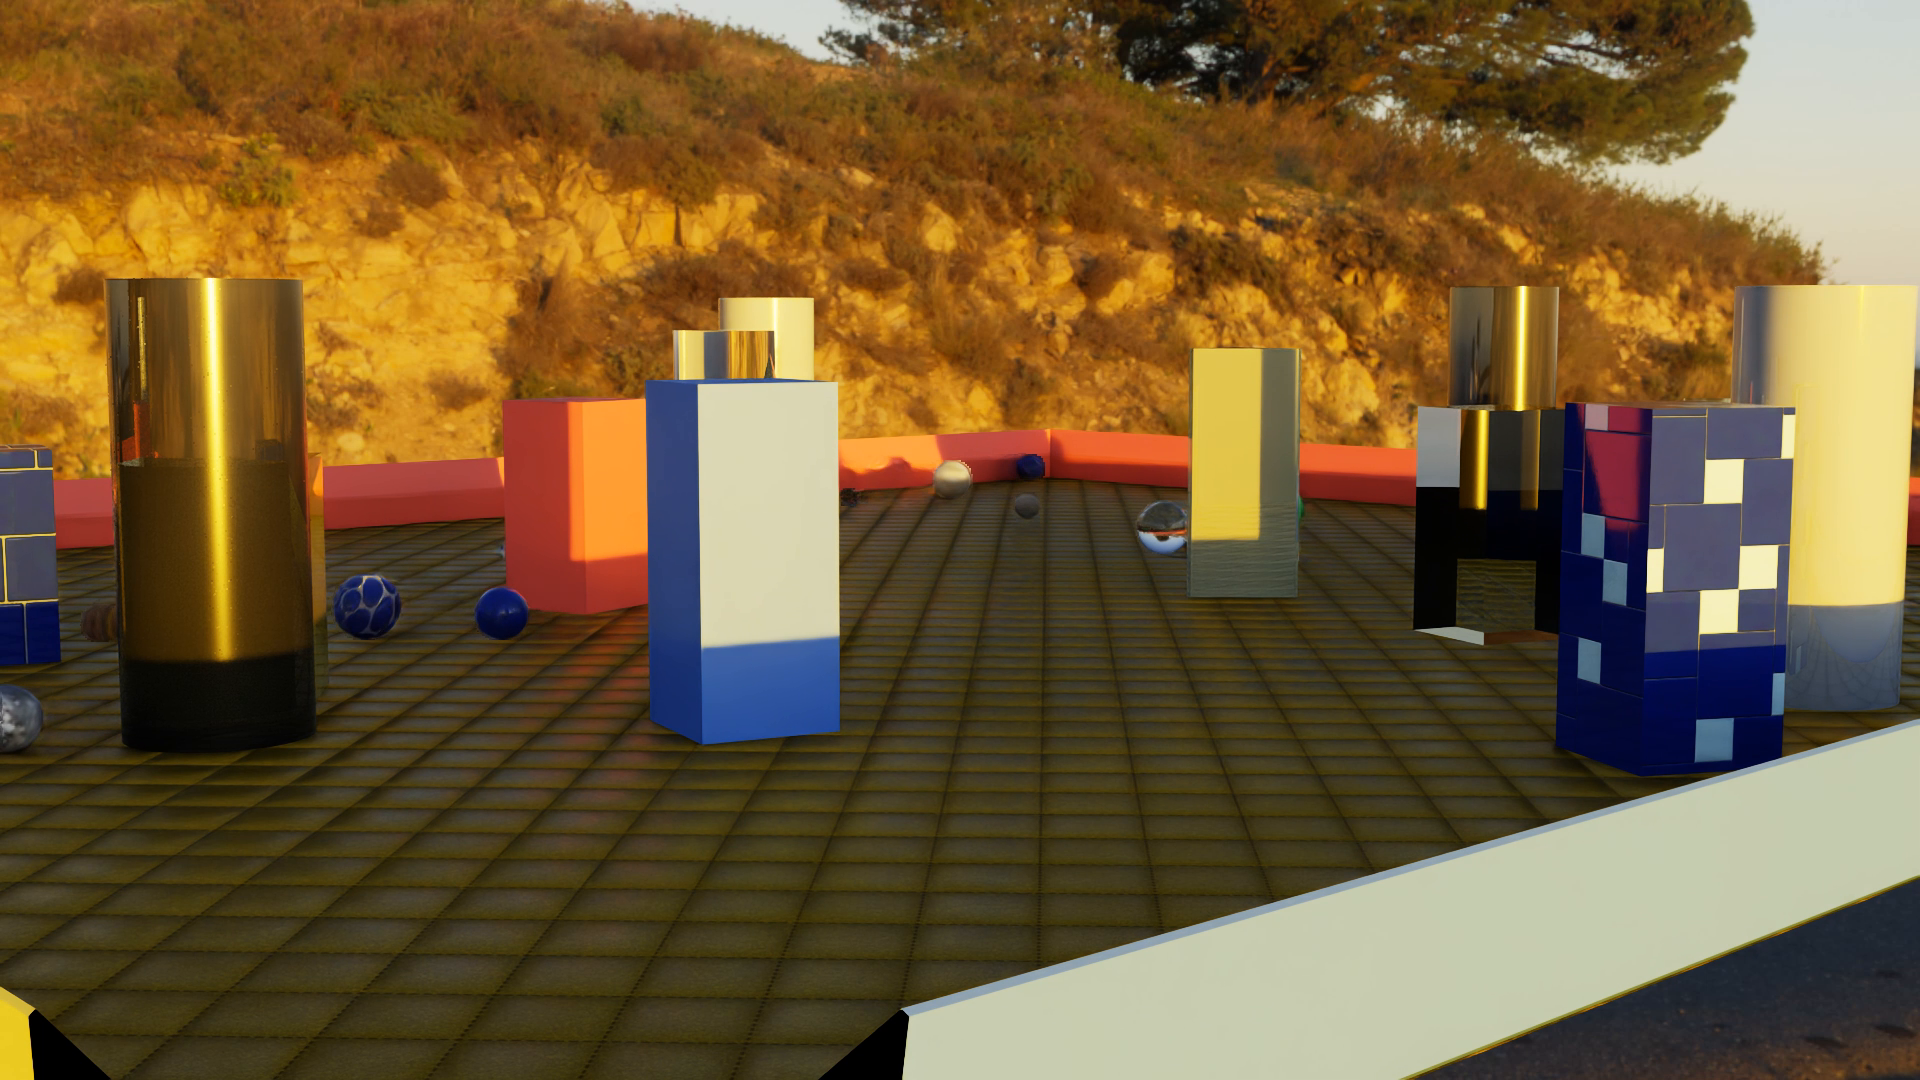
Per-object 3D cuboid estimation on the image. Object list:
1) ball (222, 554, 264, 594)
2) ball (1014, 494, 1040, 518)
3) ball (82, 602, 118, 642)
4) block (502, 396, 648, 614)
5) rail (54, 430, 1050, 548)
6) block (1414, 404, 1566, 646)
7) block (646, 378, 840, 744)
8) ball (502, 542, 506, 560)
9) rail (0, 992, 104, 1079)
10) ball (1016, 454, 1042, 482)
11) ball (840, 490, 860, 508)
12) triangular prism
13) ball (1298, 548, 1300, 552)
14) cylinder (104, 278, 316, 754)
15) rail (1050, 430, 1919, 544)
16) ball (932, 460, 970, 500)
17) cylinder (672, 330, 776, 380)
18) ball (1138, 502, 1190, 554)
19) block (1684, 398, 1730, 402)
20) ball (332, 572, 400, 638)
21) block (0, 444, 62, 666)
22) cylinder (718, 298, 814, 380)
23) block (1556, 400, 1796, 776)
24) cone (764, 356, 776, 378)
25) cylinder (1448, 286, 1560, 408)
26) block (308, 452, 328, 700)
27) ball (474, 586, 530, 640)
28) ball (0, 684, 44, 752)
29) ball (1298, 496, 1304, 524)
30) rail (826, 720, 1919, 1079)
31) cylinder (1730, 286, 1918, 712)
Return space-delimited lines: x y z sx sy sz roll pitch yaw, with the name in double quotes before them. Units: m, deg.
"ball" -1.121 0.054 3.441 0.064 0.064 0.064 0 6 0
"ball" 0.144 -0.073 4.697 0.054 0.054 0.054 0 6 0
"ball" -1.153 0.111 2.958 0.052 0.052 0.052 0 6 0
"block" -0.573 -0.056 3.306 0.155 0.310 0.155 4 7 31
"rail" -1.139 -0.096 4.559 3.795 0.126 0.045 -5 8 -42
"block" 0.734 -0.026 3.010 0.155 0.311 0.155 -3 7 -24
"block" -0.232 0.016 2.341 0.155 0.369 0.155 -3 7 -28
"ball" -0.784 0.019 3.864 0.044 0.044 0.044 0 6 0
"rail" -1.377 0.165 2.068 0.045 0.126 3.406 -5 8 -42
"ball" 0.180 -0.187 5.710 0.069 0.069 0.069 0 6 0
"ball" -0.248 -0.094 4.952 0.042 0.042 0.042 0 6 0
"triangular prism" 0.440 -0.110 3.467 0.168 0.384 0.146 0 6 1
"ball" 0.575 0.018 3.874 0.044 0.044 0.044 0 6 0
"cylinder" -0.776 -0.032 2.285 0.194 0.475 0.194 0 6 0
"rail" 1.377 -0.100 4.596 0.045 0.126 3.406 -5 8 -42
"ball" -0.020 -0.141 5.171 0.090 0.090 0.090 0 6 0
"cylinder" -0.449 -0.198 4.206 0.194 0.405 0.194 0 6 0
"ball" 0.371 -0.022 4.004 0.097 0.097 0.097 0 6 0
"block" 1.167 -0.055 3.301 0.155 0.309 0.155 2 6 15
"ball" -0.804 0.089 2.979 0.090 0.090 0.090 0 6 0
"block" -1.245 0.017 2.807 0.155 0.268 0.155 -3 7 -28
"cylinder" -0.395 -0.261 4.504 0.194 0.467 0.194 0 6 0
"block" 0.705 0.042 2.178 0.155 0.351 0.155 -2 6 -15
"cone" -0.265 -0.070 3.087 0.194 0.384 0.194 0 6 0
"cylinder" 0.994 -0.221 4.043 0.194 0.485 0.194 0 6 0
"block" -0.818 0.043 2.525 0.155 0.276 0.155 -1 6 -9
"ball" -0.620 0.098 2.975 0.072 0.072 0.072 0 6 0
"ball" -0.960 0.180 2.216 0.069 0.069 0.069 0 6 0
"ball" 0.651 -0.061 4.431 0.086 0.086 0.086 0 6 0
"rail" 1.139 0.162 2.105 3.795 0.126 0.045 -5 8 -42
"cylinder" 0.980 -0.054 2.516 0.194 0.470 0.194 0 6 0
